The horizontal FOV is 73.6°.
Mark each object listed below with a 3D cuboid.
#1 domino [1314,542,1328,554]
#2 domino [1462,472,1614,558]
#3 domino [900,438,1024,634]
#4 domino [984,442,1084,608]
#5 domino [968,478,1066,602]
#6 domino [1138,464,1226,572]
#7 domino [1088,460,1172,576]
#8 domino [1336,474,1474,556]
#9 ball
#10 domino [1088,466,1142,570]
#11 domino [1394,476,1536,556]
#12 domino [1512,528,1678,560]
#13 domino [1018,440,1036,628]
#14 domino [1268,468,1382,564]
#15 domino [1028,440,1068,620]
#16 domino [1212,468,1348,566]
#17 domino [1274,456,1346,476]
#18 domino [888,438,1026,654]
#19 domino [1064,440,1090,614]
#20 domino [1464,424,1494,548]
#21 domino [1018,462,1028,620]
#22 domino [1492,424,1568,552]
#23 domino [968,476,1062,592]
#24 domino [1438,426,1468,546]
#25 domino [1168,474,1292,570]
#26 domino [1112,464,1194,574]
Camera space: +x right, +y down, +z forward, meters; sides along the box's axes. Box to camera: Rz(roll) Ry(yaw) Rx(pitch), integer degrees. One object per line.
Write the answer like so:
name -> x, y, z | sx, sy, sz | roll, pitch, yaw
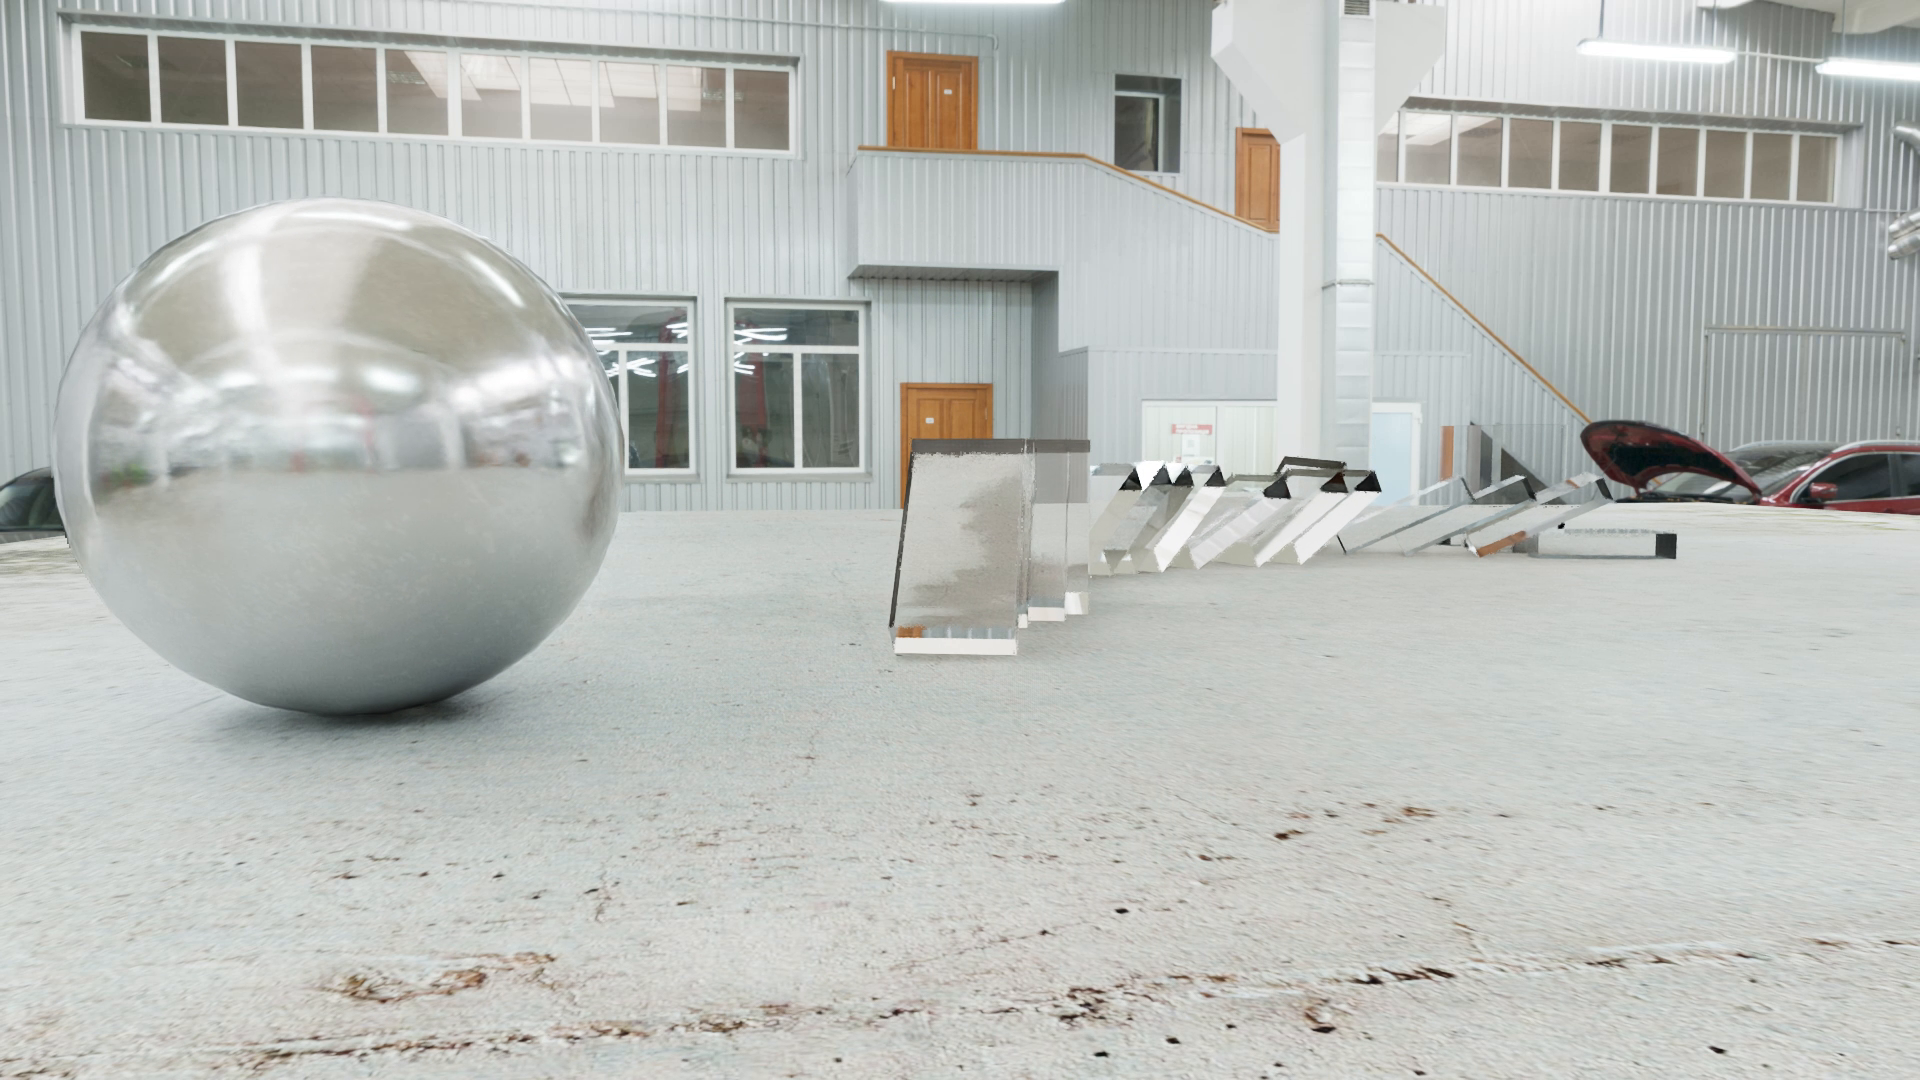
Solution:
domino -> 0.134, -0.001, 0.522 | 0.025, 0.009, 0.050 | 2, 5, 21
domino -> 0.216, -0.010, 0.484 | 0.050, 0.010, 0.025 | -26, 2, 15
domino -> 0.001, -0.002, 0.297 | 0.025, 0.050, 0.009 | 0, -37, 6
domino -> 0.021, -0.005, 0.347 | 0.025, 0.050, 0.009 | 0, -39, 6
domino -> 0.017, -0.001, 0.366 | 0.025, 0.009, 0.050 | 0, 33, 6
domino -> 0.069, -0.008, 0.445 | 0.025, 0.009, 0.050 | 4, 38, 41
domino -> 0.048, -0.008, 0.420 | 0.025, 0.010, 0.050 | 0, 36, 37
domino -> 0.170, -0.010, 0.494 | 0.050, 0.009, 0.025 | -26, -3, 17
ball -> -0.094, -0.013, 0.201 | 0.080, 0.080, 0.080 | 0, 4, 0
domino -> 0.036, -0.006, 0.405 | 0.025, 0.010, 0.050 | 2, 37, 35
domino -> 0.191, -0.009, 0.490 | 0.050, 0.009, 0.025 | -26, -3, 16
domino -> 0.240, 0.001, 0.486 | 0.050, 0.009, 0.025 | 0, 4, 3
domino -> 0.005, -0.002, 0.309 | 0.025, 0.050, 0.010 | 0, -37, 6
domino -> 0.130, -0.009, 0.473 | 0.050, 0.009, 0.025 | -36, 23, -27
domino -> 0.014, -0.003, 0.321 | 0.025, 0.050, 0.009 | 0, -37, 6
domino -> 0.113, -0.009, 0.462 | 0.050, 0.009, 0.025 | -35, 22, -24
domino -> 0.132, -0.014, 0.501 | 0.025, 0.009, 0.050 | 9, 42, 30
domino -> 0.000, 0.000, 0.272 | 0.025, 0.050, 0.009 | 0, -37, 6
domino -> 0.021, -0.004, 0.333 | 0.025, 0.050, 0.010 | 1, -37, 6
domino -> 0.220, -0.022, 0.522 | 0.025, 0.050, 0.009 | -1, 4, -12
domino -> 0.001, -0.001, 0.284 | 0.025, 0.050, 0.010 | 1, -37, 6
domino -> 0.223, -0.020, 0.503 | 0.025, 0.050, 0.009 | 0, 4, 3
domino -> 0.018, -0.003, 0.386 | 0.025, 0.010, 0.050 | 0, 33, 7
domino -> 0.215, -0.023, 0.540 | 0.025, 0.050, 0.009 | -1, 4, -15
domino -> 0.091, -0.007, 0.455 | 0.050, 0.010, 0.025 | -33, 20, -26
domino -> 0.057, -0.008, 0.434 | 0.025, 0.010, 0.050 | 1, 37, 37
